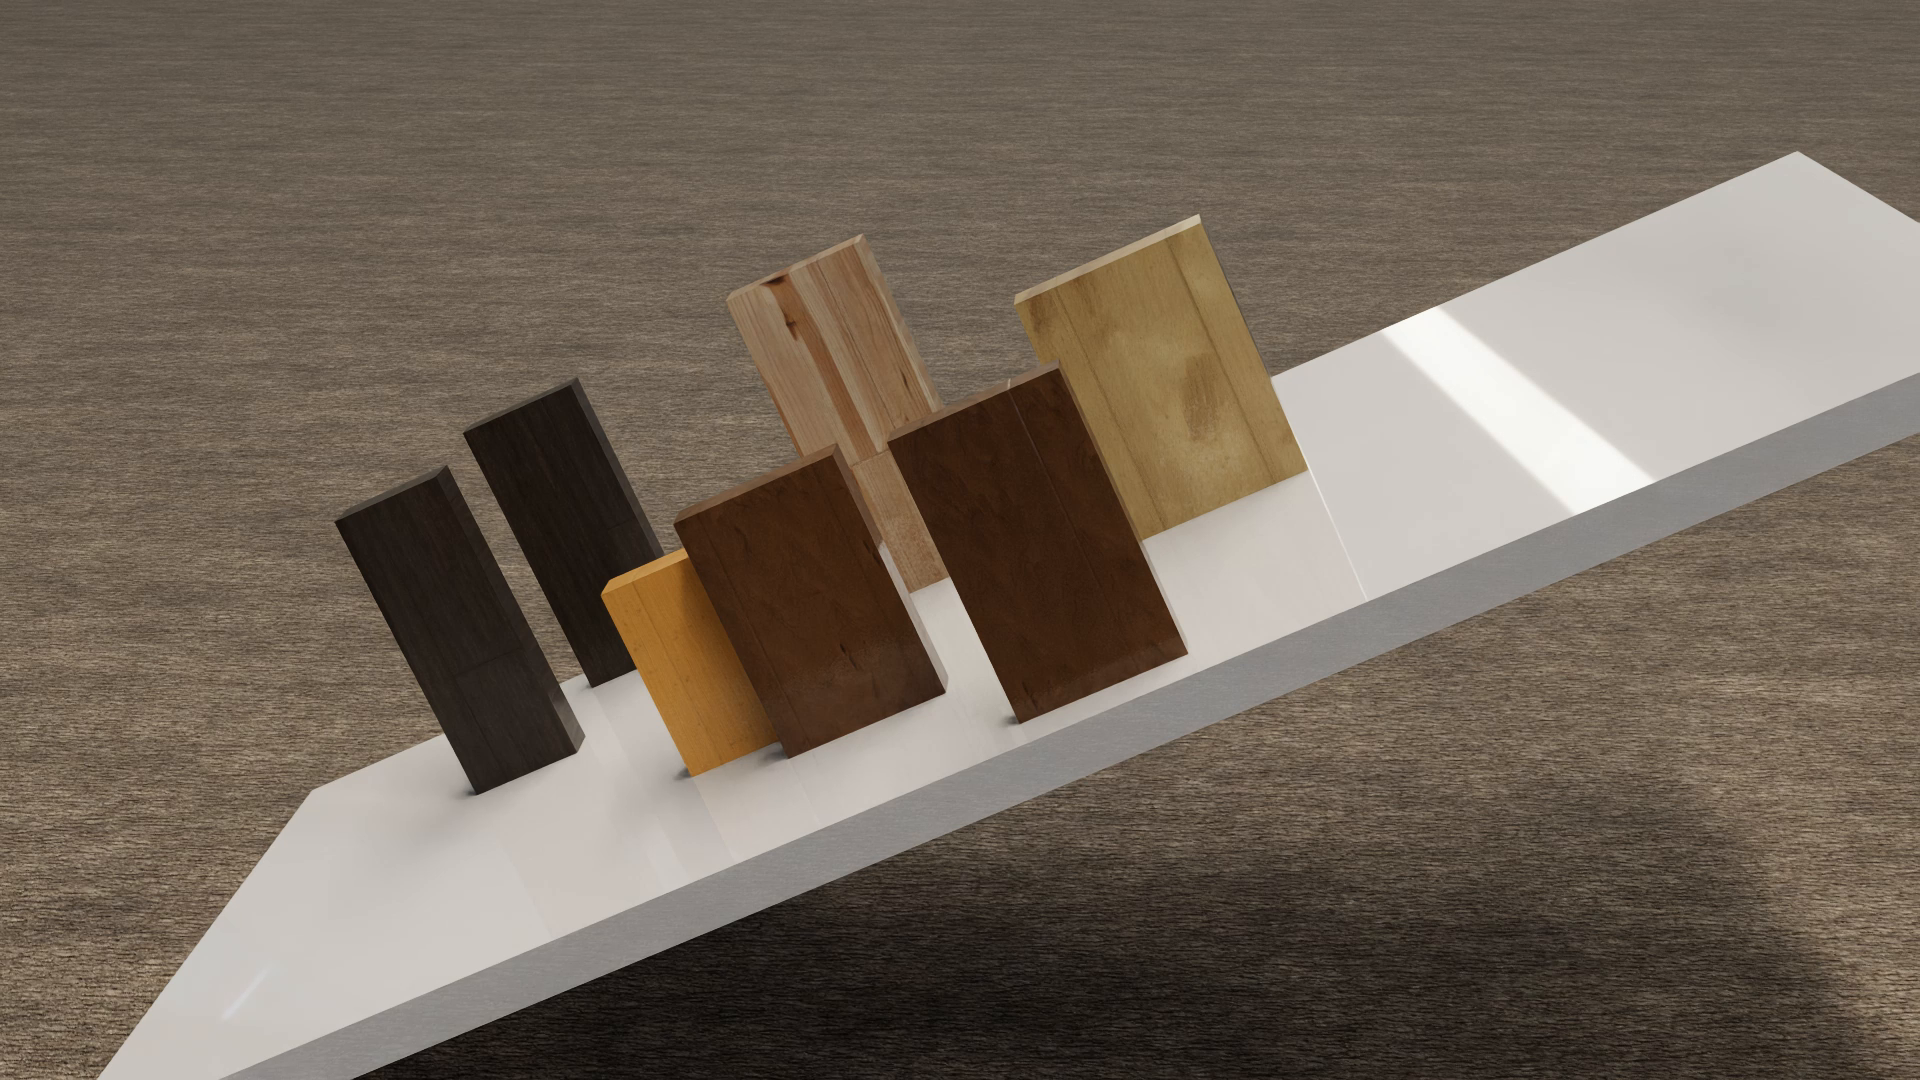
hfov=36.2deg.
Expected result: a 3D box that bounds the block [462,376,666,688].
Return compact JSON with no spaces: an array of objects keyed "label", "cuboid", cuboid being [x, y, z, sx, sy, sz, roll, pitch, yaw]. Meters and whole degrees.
[{"label":"block","cuboid":[-0.914,-0.015,7.166,0.292,0.703,0.091,-23,13,9]}]

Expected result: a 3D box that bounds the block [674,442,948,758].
[{"label":"block","cuboid":[-0.293,0.122,5.846,0.347,0.531,0.104,-23,13,9]}]

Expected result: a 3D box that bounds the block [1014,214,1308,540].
[{"label":"block","cuboid":[0.426,-0.335,6.222,0.424,0.574,0.118,-23,13,9]}]

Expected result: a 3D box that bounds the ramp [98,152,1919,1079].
[{"label":"ramp","cuboid":[0.133,0.170,6.283,4.000,0.100,2.000,-23,13,9]}]

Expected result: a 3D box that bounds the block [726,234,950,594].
[{"label":"block","cuboid":[-0.208,-0.265,6.666,0.330,0.781,0.115,-23,13,9]}]

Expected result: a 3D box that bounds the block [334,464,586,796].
[{"label":"block","cuboid":[-1.131,0.207,6.680,0.258,0.707,0.114,-23,13,9]}]

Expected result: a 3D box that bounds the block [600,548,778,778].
[{"label":"block","cuboid":[-0.497,0.226,6.051,0.312,0.428,0.113,-23,13,9]}]

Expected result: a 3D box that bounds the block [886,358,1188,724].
[{"label":"block","cuboid":[0.145,0.005,5.377,0.338,0.584,0.087,-23,13,9]}]
